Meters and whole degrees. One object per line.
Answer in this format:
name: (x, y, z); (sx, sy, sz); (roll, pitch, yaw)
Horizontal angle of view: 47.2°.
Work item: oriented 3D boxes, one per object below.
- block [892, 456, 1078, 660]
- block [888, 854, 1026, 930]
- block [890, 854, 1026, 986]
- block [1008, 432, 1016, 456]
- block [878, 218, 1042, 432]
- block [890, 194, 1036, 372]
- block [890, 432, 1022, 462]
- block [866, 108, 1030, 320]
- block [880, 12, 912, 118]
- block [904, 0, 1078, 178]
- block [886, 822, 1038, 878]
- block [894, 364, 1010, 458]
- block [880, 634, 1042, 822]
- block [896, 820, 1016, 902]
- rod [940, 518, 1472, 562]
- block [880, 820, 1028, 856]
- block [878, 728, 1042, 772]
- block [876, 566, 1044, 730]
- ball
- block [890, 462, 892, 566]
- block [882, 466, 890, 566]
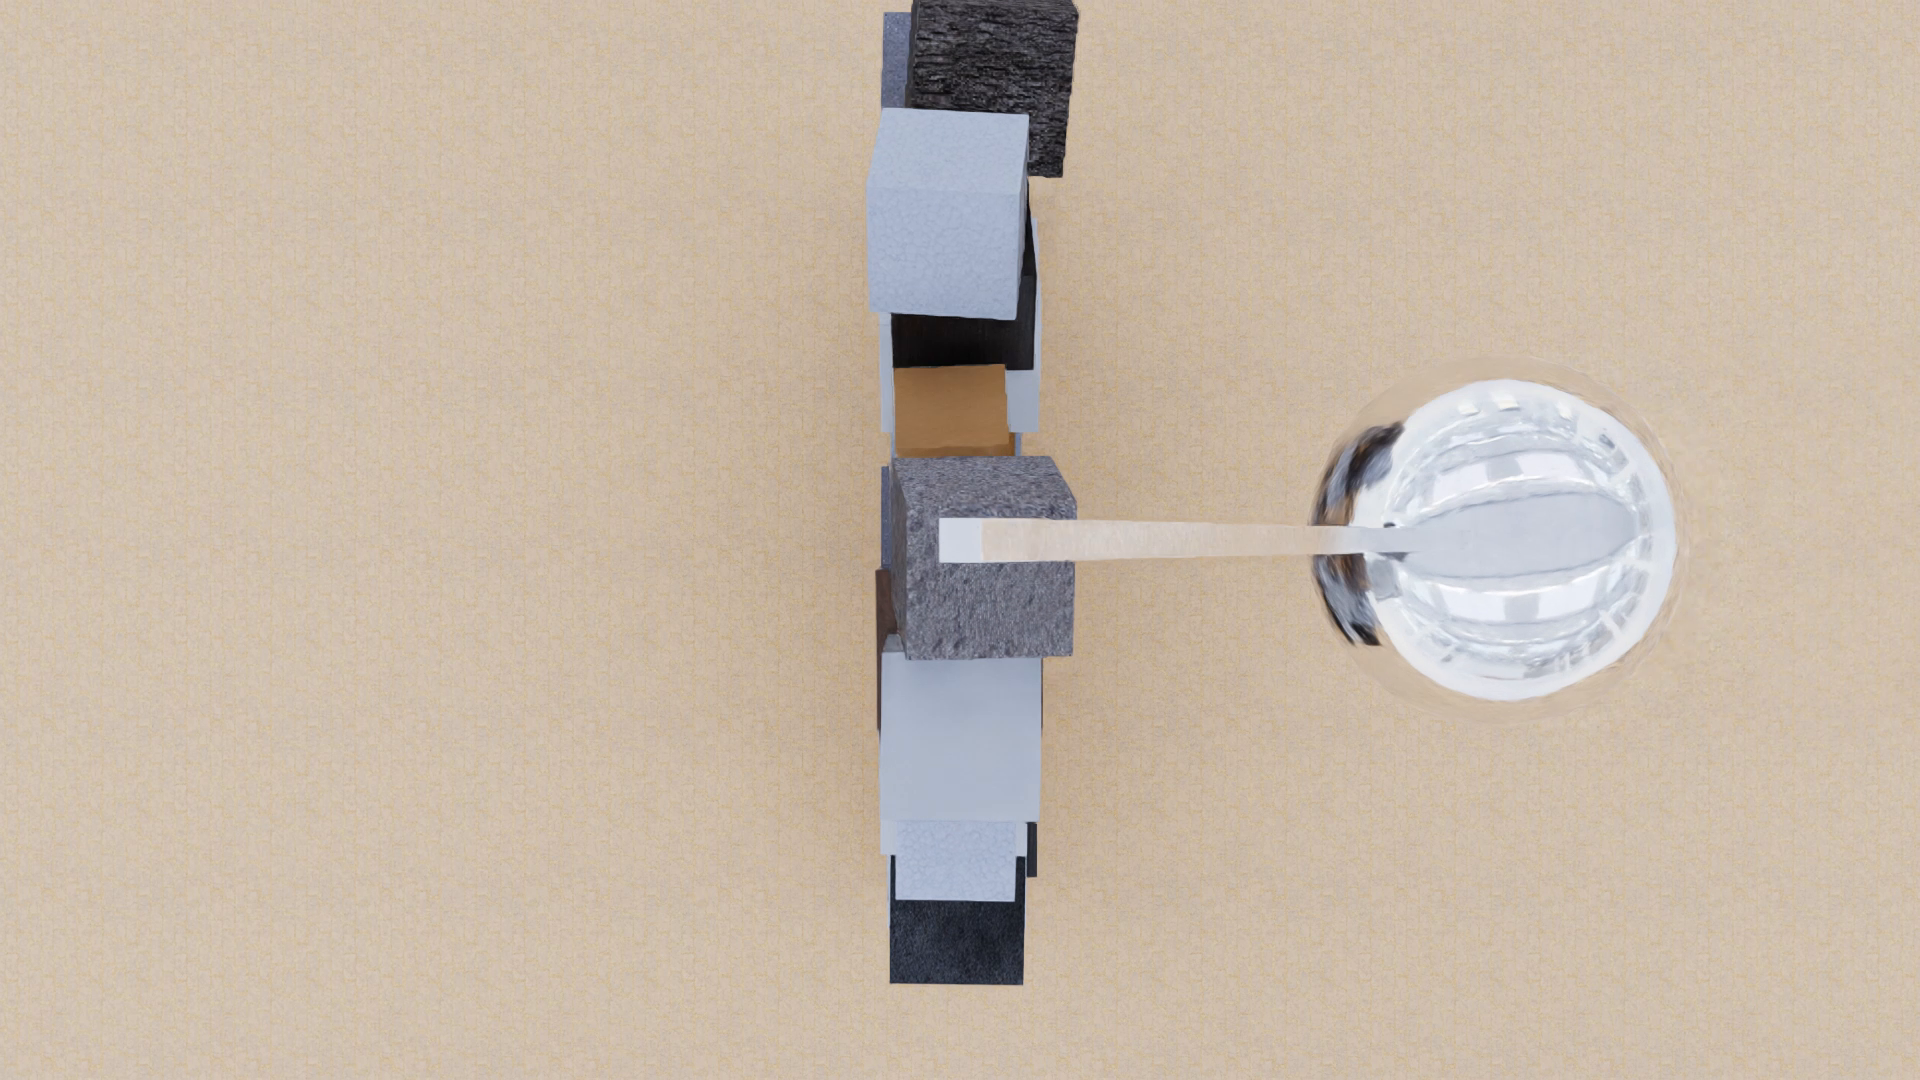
block: (0.078, 0.058, 8.437); (0.627, 0.669, 0.600); (-1, 107, -6)
block: (-0.016, 1.525, 11.156); (0.688, 0.650, 0.713); (0, 99, 0)
block: (-0.013, 1.680, 10.478); (0.620, 0.736, 0.641); (1, 99, 0)
block: (0.005, -0.761, 11.397); (0.563, 0.532, 0.590); (0, 46, 0)
block: (-0.001, -1.061, 10.836); (0.768, 0.688, 0.816); (0, 47, 0)
block: (0.002, -1.185, 10.084); (0.645, 0.580, 0.597); (-2, 48, -2)
block: (-0.012, -0.742, 12.111); (0.703, 0.636, 0.696); (2, 90, 0)
block: (-0.046, -1.398, 9.417); (0.631, 0.617, 0.634); (4, 132, 3)
block: (-0.052, -2.112, 10.810); (0.635, 0.681, 0.665); (1, 69, 1)
block: (0.122, -2.090, 9.950); (0.698, 0.630, 0.727); (3, 112, -5)
block: (0.010, 1.392, 11.882); (0.789, 0.716, 0.754); (0, 90, 0)
block: (-0.037, -0.466, 9.906); (0.496, 0.443, 0.448); (-2, 55, 0)
block: (0.002, 0.739, 8.822); (0.614, 0.707, 0.650); (1, 93, 0)
block: (-0.017, 1.289, 9.740); (0.518, 0.445, 0.485); (1, 100, 0)
rod: (0.994, 0.000, 6.307); (0.080, 5.200, 0.080); (0, 90, 22)
block: (-0.024, 1.017, 10.310); (0.663, 0.775, 0.706); (1, 100, 0)
block: (0.001, 0.736, 11.056); (0.790, 0.794, 0.857); (0, 100, 0)
block: (-0.002, 0.450, 9.516); (0.696, 0.686, 0.668); (0, 91, 0)
ball: (2.295, 0.000, 9.448); (1.600, 1.600, 1.600); (0, 90, 0)
block: (0.025, 0.086, 10.312); (0.677, 0.701, 0.701); (-2, 70, 0)
block: (0.013, 0.022, 11.871); (0.844, 0.938, 0.806); (0, 90, 0)
